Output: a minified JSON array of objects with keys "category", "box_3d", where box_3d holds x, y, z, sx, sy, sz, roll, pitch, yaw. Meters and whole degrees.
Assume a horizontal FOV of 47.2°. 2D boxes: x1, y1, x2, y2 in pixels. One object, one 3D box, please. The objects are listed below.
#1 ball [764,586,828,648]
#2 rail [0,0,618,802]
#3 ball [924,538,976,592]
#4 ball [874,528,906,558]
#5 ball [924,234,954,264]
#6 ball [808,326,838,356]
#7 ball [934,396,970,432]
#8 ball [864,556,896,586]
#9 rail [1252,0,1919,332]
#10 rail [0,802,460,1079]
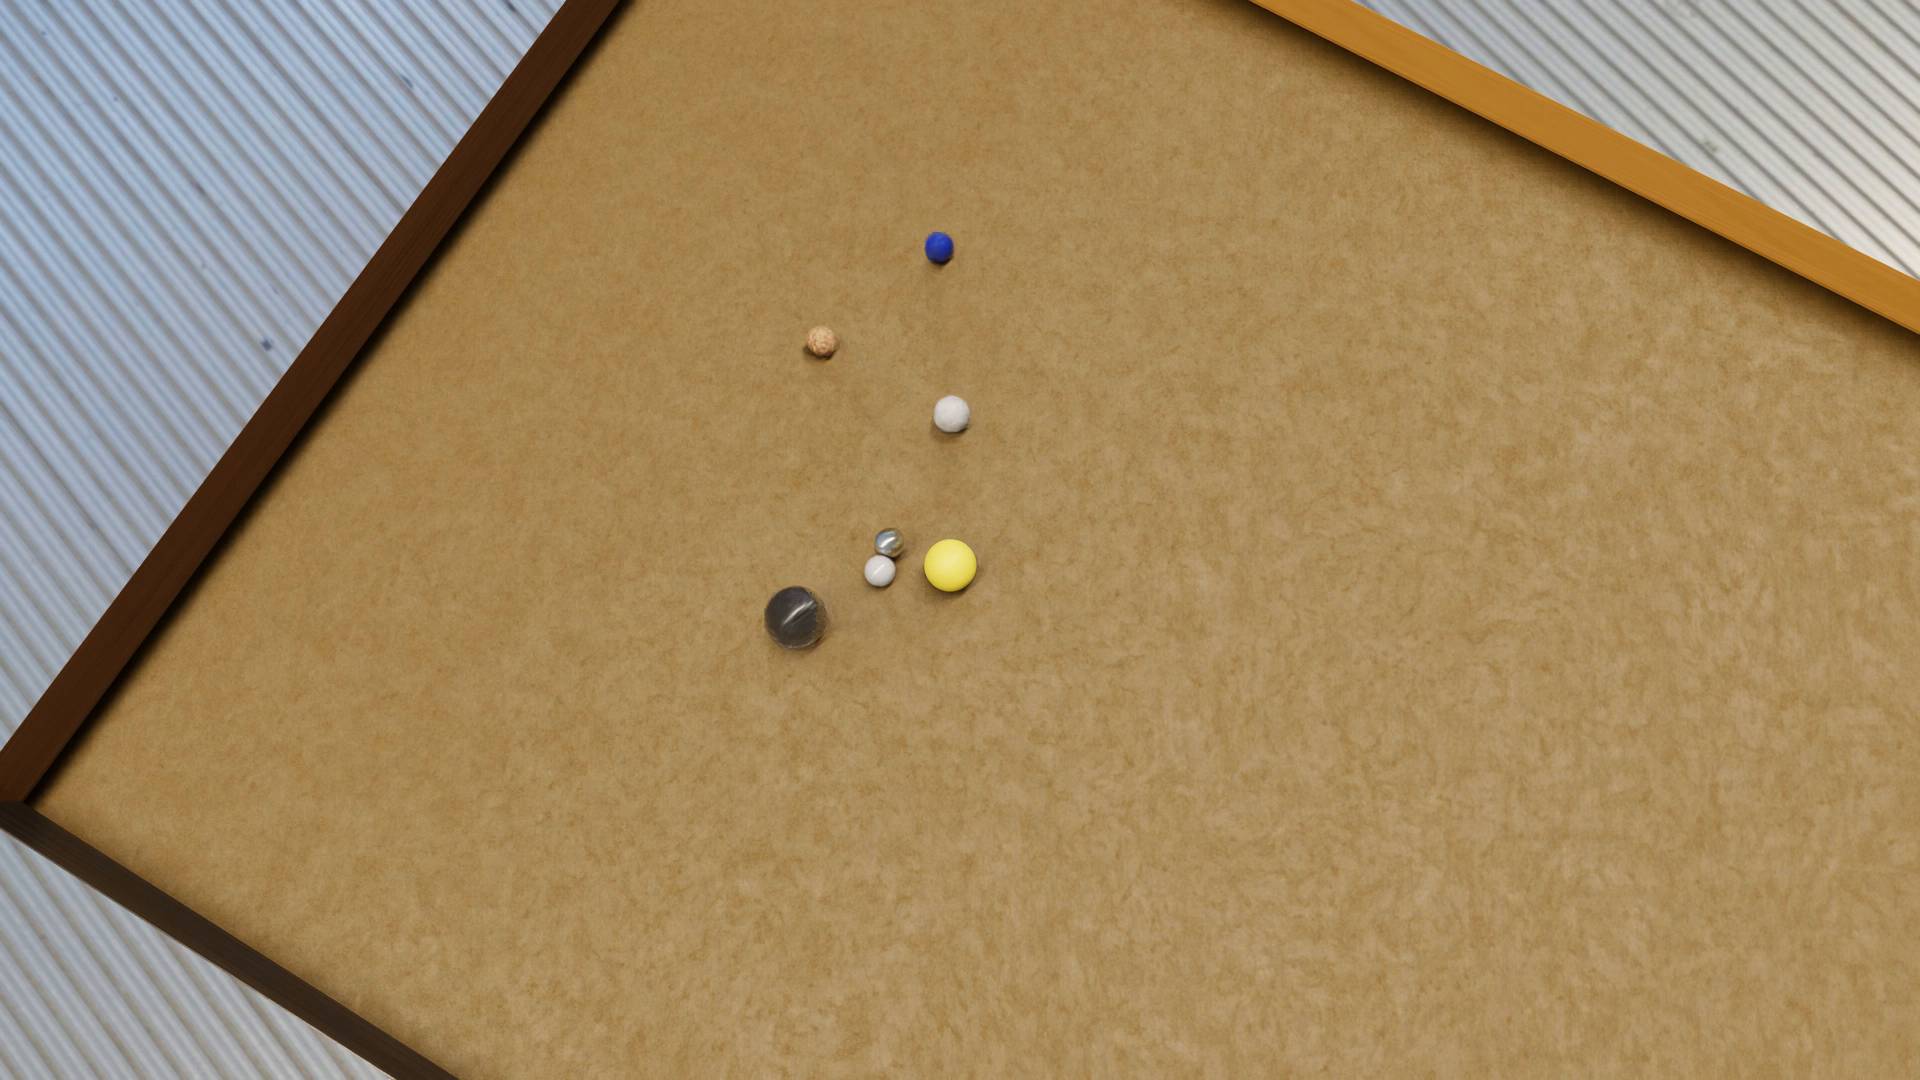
[{"category":"ball","box_3d":[-0.251,0.118,3.370,0.096,0.096,0.096,0,71,0]},{"category":"rail","box_3d":[-0.864,-0.493,3.566,0.045,0.124,2.234,29,73,10]},{"category":"ball","box_3d":[-0.015,0.039,3.404,0.082,0.082,0.082,0,71,0]},{"category":"ball","box_3d":[-0.109,0.004,3.434,0.049,0.049,0.049,0,71,0]},{"category":"ball","box_3d":[-0.034,-0.478,3.602,0.048,0.048,0.048,0,71,0]},{"category":"ball","box_3d":[-0.222,-0.320,3.547,0.048,0.048,0.048,0,71,0]},{"category":"ball","box_3d":[-0.013,-0.200,3.500,0.058,0.058,0.058,0,71,0]},{"category":"ball","box_3d":[-0.125,0.048,3.419,0.049,0.049,0.049,0,71,0]},{"category":"rail","box_3d":[1.441,-0.405,3.536,4.111,0.124,0.045,29,73,10]},{"category":"rail","box_3d":[0.328,1.372,2.917,4.111,0.124,0.045,29,73,10]}]
